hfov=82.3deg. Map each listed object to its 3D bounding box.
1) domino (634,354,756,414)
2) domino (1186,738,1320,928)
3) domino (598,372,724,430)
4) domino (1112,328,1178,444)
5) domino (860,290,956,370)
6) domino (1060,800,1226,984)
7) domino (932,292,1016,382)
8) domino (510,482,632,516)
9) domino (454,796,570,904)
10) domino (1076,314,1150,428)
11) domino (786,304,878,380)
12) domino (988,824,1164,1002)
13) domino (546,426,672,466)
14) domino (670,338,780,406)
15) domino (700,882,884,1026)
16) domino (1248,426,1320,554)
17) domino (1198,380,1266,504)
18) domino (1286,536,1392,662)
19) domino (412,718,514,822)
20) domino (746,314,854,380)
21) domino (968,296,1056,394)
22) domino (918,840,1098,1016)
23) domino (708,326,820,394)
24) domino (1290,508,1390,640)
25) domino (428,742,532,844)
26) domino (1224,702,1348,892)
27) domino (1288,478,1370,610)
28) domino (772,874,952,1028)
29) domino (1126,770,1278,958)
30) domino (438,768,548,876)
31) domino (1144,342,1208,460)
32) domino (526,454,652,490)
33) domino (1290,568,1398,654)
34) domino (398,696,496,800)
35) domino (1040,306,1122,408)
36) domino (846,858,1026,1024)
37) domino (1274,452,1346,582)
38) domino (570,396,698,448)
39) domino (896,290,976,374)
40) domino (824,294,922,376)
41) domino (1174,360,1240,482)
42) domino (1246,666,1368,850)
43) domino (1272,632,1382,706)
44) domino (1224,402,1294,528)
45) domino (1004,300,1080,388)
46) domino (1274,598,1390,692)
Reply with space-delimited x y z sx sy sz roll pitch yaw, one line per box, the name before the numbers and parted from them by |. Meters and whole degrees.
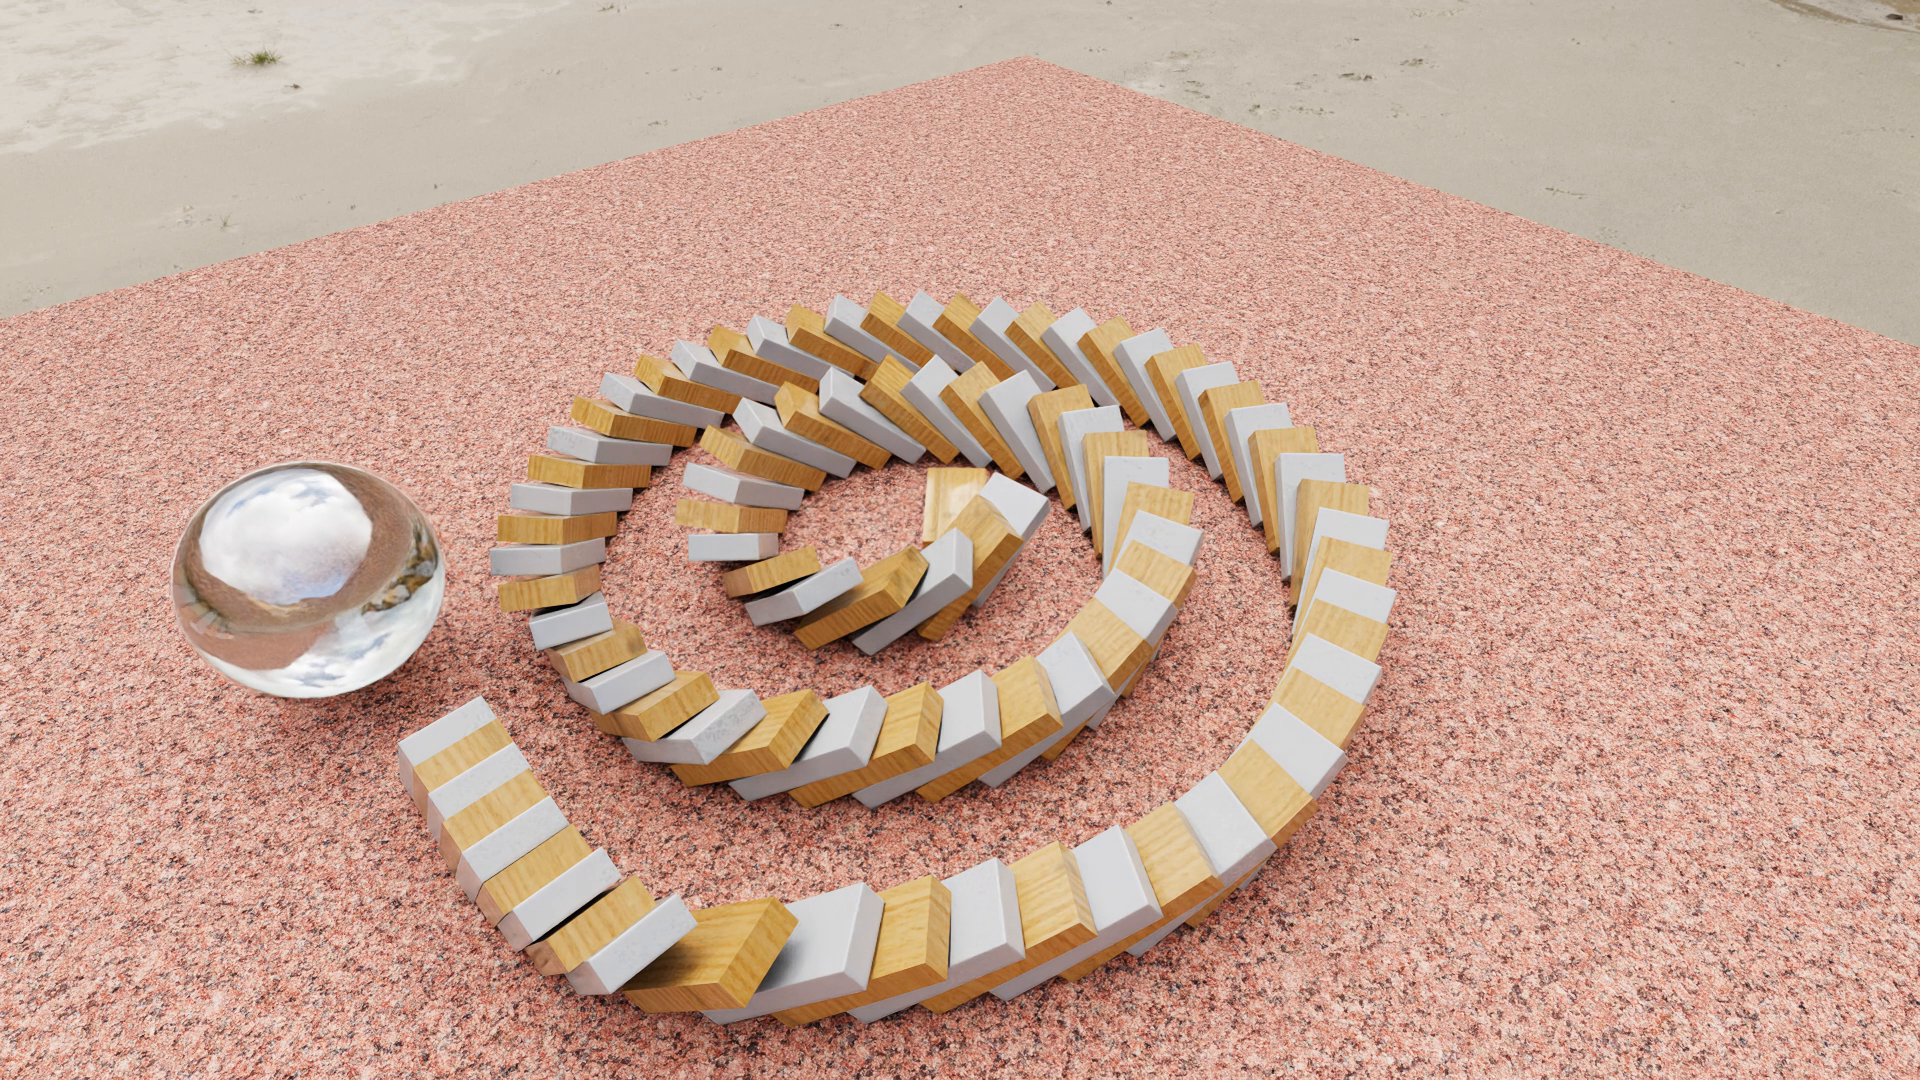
domino | -0.122 -0.071 0.509 0.050 0.010 0.025 11 22 -48
domino | 0.076 0.085 0.319 0.050 0.010 0.025 -44 49 2
domino | -0.134 -0.062 0.498 0.025 0.010 0.050 33 15 35
domino | 0.094 -0.072 0.510 0.025 0.010 0.050 -23 79 -26
domino | -0.024 -0.101 0.546 0.050 0.010 0.025 32 36 -16
domino | 0.045 0.097 0.304 0.050 0.009 0.025 -36 42 10
domino | 0.012 -0.098 0.543 0.050 0.009 0.025 38 42 -8
domino | -0.155 -0.017 0.443 0.025 0.010 0.050 7 5 9
domino | -0.126 0.087 0.308 0.025 0.050 0.009 -33 85 -34
domino | 0.080 -0.080 0.520 0.025 0.010 0.050 -31 83 -32
domino | -0.060 -0.096 0.539 0.050 0.010 0.025 22 30 -29
domino | 0.028 0.101 0.299 0.050 0.010 0.025 -33 40 13
domino | -0.149 -0.040 0.471 0.025 0.009 0.050 17 8 19
domino | -0.108 -0.078 0.518 0.050 0.010 0.025 13 24 -43
domino | -0.045 0.109 0.289 0.050 0.010 0.025 -24 31 26
domino | 0.135 -0.021 0.448 0.025 0.010 0.050 -4 73 -5
domino | 0.123 -0.043 0.475 0.025 0.009 0.050 -11 74 -14
domino | 0.135 0.026 0.391 0.025 0.009 0.050 16 76 18
domino | -0.149 0.070 0.328 0.025 0.050 0.009 -33 84 -34
domino | -0.077 -0.091 0.533 0.050 0.010 0.025 18 28 -34
domino | 0.030 -0.095 0.539 0.050 0.010 0.025 41 45 -5
domino | 0.010 0.104 0.296 0.050 0.009 0.025 -32 38 14
domino | -0.093 -0.085 0.527 0.050 0.009 0.025 16 26 -38
domino | 0.139 0.015 0.404 0.025 0.010 0.050 13 75 15
domino | -0.141 0.076 0.322 0.025 0.050 0.009 -33 84 -34
domino | 0.090 0.076 0.329 0.050 0.010 0.025 -50 53 -3
domino | 0.141 0.003 0.419 0.025 0.009 0.050 7 74 8
domino | -0.026 0.109 0.290 0.050 0.009 0.025 -26 34 22
domino | 0.061 0.091 0.311 0.050 0.010 0.025 -40 45 6
domino | -0.134 0.082 0.314 0.025 0.050 0.010 -33 84 -34
domino | 0.106 -0.063 0.499 0.025 0.009 0.050 -18 77 -21
domino | -0.153 -0.029 0.457 0.025 0.010 0.050 11 6 14
domino | 0.129 0.037 0.377 0.025 0.009 0.050 20 77 23
domino | -0.156 0.065 0.335 0.025 0.050 0.010 -33 84 -34
domino | 0.064 -0.086 0.528 0.050 0.010 0.025 49 52 2
domino | -0.008 0.107 0.293 0.050 0.009 0.025 -29 36 17
domino | 0.139 -0.009 0.433 0.025 0.010 0.050 1 74 1
domino | -0.143 -0.052 0.485 0.025 0.009 0.050 24 10 27
domino | -0.006 -0.101 0.545 0.050 0.009 0.025 35 40 -11
domino | -0.042 -0.100 0.544 0.050 0.009 0.025 28 33 -21
domino | 0.116 -0.053 0.487 0.025 0.009 0.050 -13 75 -16
domino | 0.101 0.067 0.341 0.025 0.009 0.050 31 82 32
domino | 0.112 0.058 0.352 0.025 0.010 0.050 27 80 29
domino | 0.130 -0.032 0.461 0.025 0.010 0.050 -8 74 -10
domino | 0.047 -0.091 0.534 0.050 0.010 0.025 45 49 -1
domino | 0.121 0.047 0.365 0.025 0.009 0.050 22 78 25
